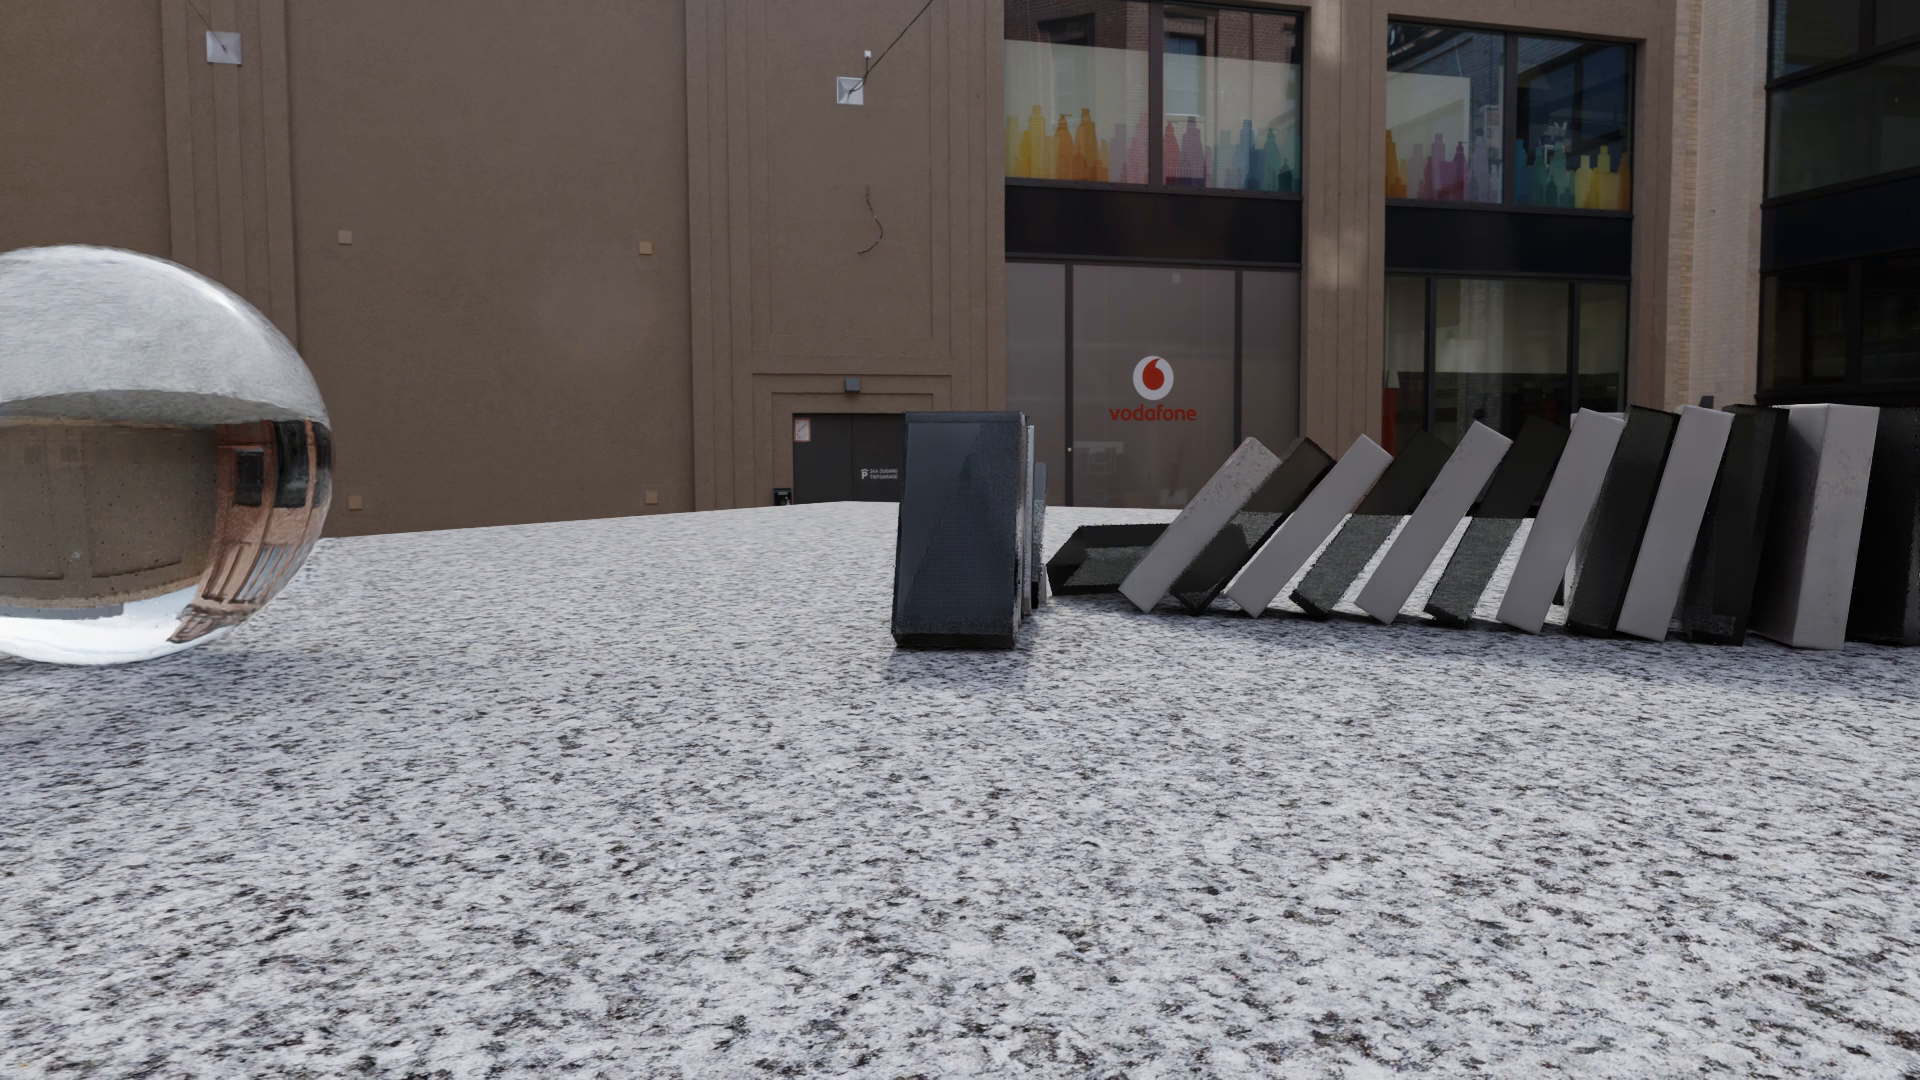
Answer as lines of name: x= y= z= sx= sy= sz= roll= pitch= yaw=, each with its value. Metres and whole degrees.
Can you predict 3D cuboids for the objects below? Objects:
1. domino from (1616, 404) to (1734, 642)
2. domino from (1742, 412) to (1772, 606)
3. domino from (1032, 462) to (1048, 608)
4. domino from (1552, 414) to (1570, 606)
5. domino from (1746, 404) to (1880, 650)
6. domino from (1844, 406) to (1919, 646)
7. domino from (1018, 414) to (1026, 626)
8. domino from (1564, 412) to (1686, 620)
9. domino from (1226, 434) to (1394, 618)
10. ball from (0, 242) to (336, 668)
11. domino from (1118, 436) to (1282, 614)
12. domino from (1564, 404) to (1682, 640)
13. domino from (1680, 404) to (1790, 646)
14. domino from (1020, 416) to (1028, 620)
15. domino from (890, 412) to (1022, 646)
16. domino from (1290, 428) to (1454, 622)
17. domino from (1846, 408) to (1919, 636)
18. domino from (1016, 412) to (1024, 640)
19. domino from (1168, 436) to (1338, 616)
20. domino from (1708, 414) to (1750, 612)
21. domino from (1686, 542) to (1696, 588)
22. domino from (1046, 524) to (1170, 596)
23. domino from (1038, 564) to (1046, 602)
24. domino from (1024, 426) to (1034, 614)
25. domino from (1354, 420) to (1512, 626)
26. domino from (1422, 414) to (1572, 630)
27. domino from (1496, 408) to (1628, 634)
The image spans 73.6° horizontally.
domino: x=0.157 y=-0.004 z=0.284 sx=0.009 sy=0.050 sz=0.025 roll=16 pitch=10 yaw=23
domino: x=0.209 y=-0.006 z=0.320 sx=0.025 sy=0.050 sz=0.010 roll=-2 pitch=4 yaw=-25
domino: x=0.010 y=-0.003 z=0.348 sx=0.025 sy=0.010 sz=0.050 roll=2 pitch=41 yaw=6
domino: x=0.169 y=-0.007 z=0.332 sx=0.009 sy=0.050 sz=0.025 roll=-4 pitch=6 yaw=-40
domino: x=0.181 y=-0.003 z=0.274 sx=0.009 sy=0.050 sz=0.025 roll=6 pitch=6 yaw=9
domino: x=0.196 y=-0.004 z=0.280 sx=0.009 sy=0.050 sz=0.025 roll=1 pitch=4 yaw=-28
domino: x=0.002 y=-0.005 z=0.305 sx=0.025 sy=0.050 sz=0.009 roll=0 pitch=-20 yaw=6
domino: x=0.164 y=-0.006 z=0.316 sx=0.025 sy=0.050 sz=0.009 roll=1 pitch=4 yaw=11
domino: x=0.087 y=-0.004 z=0.318 sx=0.010 sy=0.050 sz=0.025 roll=41 pitch=15 yaw=11
ball: x=-0.164 y=-0.016 z=0.245 sx=0.080 sy=0.080 sz=0.080 roll=0 pitch=4 yaw=0
domino: x=0.061 y=-0.004 z=0.329 sx=0.010 sy=0.050 sz=0.025 roll=41 pitch=9 yaw=4
domino: x=0.148 y=-0.004 z=0.288 sx=0.010 sy=0.050 sz=0.025 roll=16 pitch=11 yaw=23
domino: x=0.168 y=-0.004 z=0.279 sx=0.009 sy=0.050 sz=0.025 roll=10 pitch=8 yaw=24
domino: x=0.004 y=-0.006 z=0.316 sx=0.025 sy=0.050 sz=0.009 roll=0 pitch=-20 yaw=6
domino: x=0.000 y=-0.003 z=0.274 sx=0.025 sy=0.050 sz=0.009 roll=0 pitch=-20 yaw=6
domino: x=0.100 y=-0.004 z=0.312 sx=0.010 sy=0.050 sz=0.025 roll=38 pitch=16 yaw=14
domino: x=0.206 y=-0.005 z=0.291 sx=0.025 sy=0.050 sz=0.009 roll=4 pitch=4 yaw=35
domino: x=0.001 y=-0.004 z=0.285 sx=0.025 sy=0.050 sz=0.010 roll=0 pitch=-20 yaw=6
domino: x=0.073 y=-0.004 z=0.324 sx=0.009 sy=0.050 sz=0.025 roll=41 pitch=9 yaw=4
domino: x=0.201 y=-0.007 z=0.333 sx=0.010 sy=0.050 sz=0.025 roll=3 pitch=5 yaw=35
domino: x=0.184 y=-0.008 z=0.336 sx=0.009 sy=0.050 sz=0.025 roll=0 pitch=4 yaw=-4
domino: x=0.052 y=0.005 z=0.360 sx=0.050 sy=0.010 sz=0.025 roll=-2 pitch=-25 yaw=-22
domino: x=0.010 y=0.010 z=0.371 sx=0.025 sy=0.010 sz=0.050 roll=0 pitch=4 yaw=-2
domino: x=0.006 y=-0.006 z=0.330 sx=0.025 sy=0.050 sz=0.010 roll=0 pitch=-28 yaw=5
domino: x=0.113 y=-0.004 z=0.306 sx=0.010 sy=0.050 sz=0.025 roll=34 pitch=16 yaw=18
domino: x=0.126 y=-0.005 z=0.300 sx=0.009 sy=0.050 sz=0.025 roll=29 pitch=15 yaw=20
domino: x=0.137 y=-0.005 z=0.294 sx=0.009 sy=0.050 sz=0.025 roll=22 pitch=13 yaw=22
